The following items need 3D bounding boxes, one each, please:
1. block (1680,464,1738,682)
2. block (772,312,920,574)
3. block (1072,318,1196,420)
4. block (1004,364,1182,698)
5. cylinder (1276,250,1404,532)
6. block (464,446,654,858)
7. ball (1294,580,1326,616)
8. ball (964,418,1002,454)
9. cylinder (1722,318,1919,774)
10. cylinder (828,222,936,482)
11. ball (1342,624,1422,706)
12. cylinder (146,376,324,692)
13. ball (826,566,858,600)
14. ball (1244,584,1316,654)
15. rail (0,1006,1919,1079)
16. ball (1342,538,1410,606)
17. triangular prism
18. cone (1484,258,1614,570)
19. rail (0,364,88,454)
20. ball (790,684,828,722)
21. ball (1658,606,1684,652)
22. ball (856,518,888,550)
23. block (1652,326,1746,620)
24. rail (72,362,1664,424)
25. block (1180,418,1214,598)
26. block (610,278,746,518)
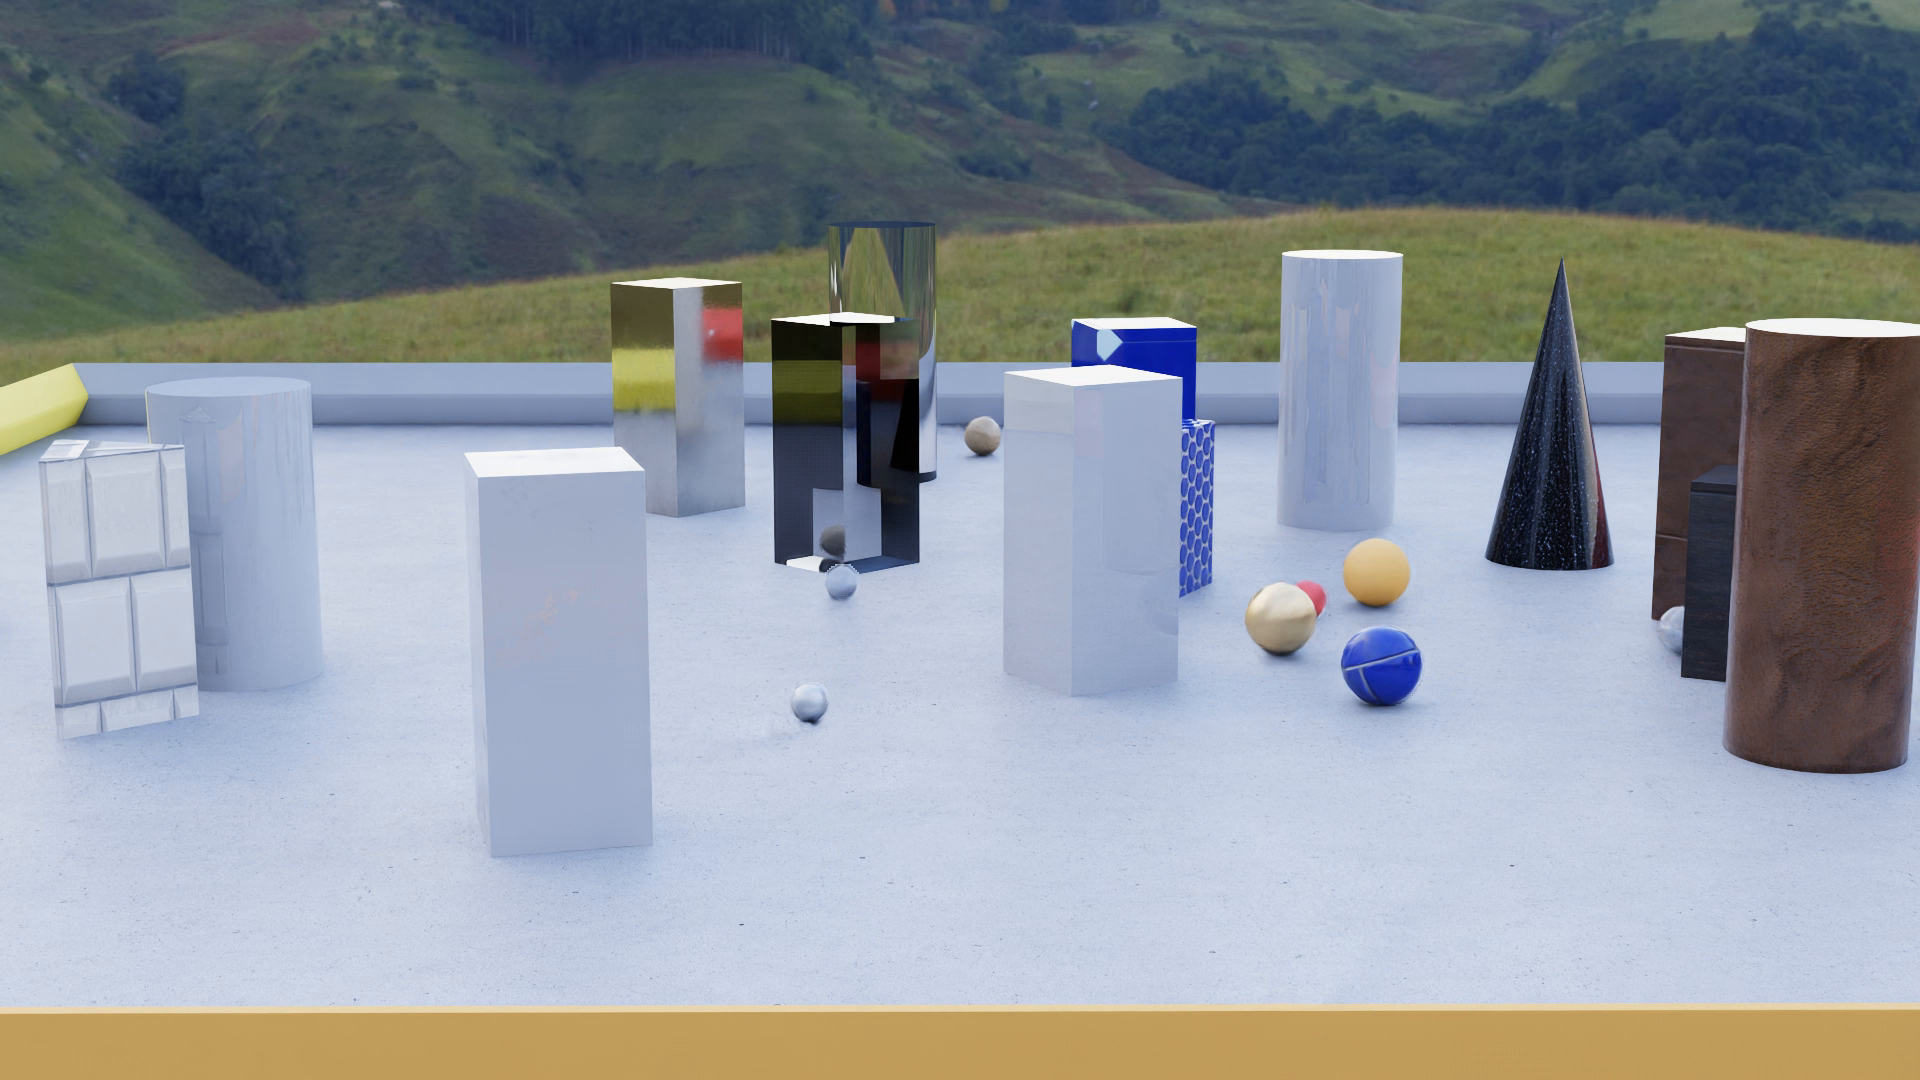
[{"bbox_3d":[0.967,0.042,3.085,0.151,0.238,0.151,6,12,28],"label":"block"},{"bbox_3d":[-0.166,-0.143,3.747,0.151,0.359,0.151,10,15,44],"label":"block"},{"bbox_3d":[0.259,-0.156,3.865,0.151,0.342,0.151,-2,11,-12],"label":"block"},{"bbox_3d":[0.156,-0.015,3.049,0.151,0.364,0.151,-6,12,-30],"label":"block"},{"bbox_3d":[0.603,-0.241,4.088,0.189,0.427,0.189,0,11,0],"label":"cylinder"},{"bbox_3d":[-0.382,0.102,2.438,0.151,0.357,0.151,-3,11,-15],"label":"block"},{"bbox_3d":[0.460,0.079,3.398,0.051,0.051,0.051,0,11,0],"label":"ball"},{"bbox_3d":[0.044,-0.195,4.811,0.071,0.071,0.071,0,11,0],"label":"ball"},{"bbox_3d":[0.916,0.002,2.709,0.189,0.454,0.189,0,11,0],"label":"cylinder"},{"bbox_3d":[-0.136,-0.331,4.519,0.189,0.446,0.189,0,11,0],"label":"cylinder"},{"bbox_3d":[0.483,0.143,2.940,0.092,0.092,0.092,0,11,0],"label":"ball"},{"bbox_3d":[-0.865,-0.011,3.067,0.189,0.348,0.189,0,11,0],"label":"cylinder"},{"bbox_3d":[-0.162,0.059,3.522,0.045,0.045,0.045,0,11,0],"label":"ball"},{"bbox_3d":[0.399,0.098,3.192,0.089,0.089,0.089,0,11,0],"label":"ball"},{"bbox_3d":[0.010,0.359,1.695,3.587,0.123,0.045,0,11,0],"label":"rail"},{"bbox_3d":[0.564,0.043,3.478,0.091,0.091,0.091,0,11,0],"label":"ball"},{"bbox_3d":[-0.969,0.047,2.873,0.164,0.306,0.142,-10,14,-42],"label":"triangular prism"},{"bbox_3d":[0.876,-0.194,3.772,0.189,0.451,0.189,0,11,0],"label":"cone"},{"bbox_3d":[-1.770,0.033,3.439,0.045,0.123,3.617,0,11,0],"label":"rail"},{"bbox_3d":[-0.169,0.182,2.869,0.042,0.042,0.042,0,11,0],"label":"ball"},{"bbox_3d":[0.901,0.112,3.202,0.058,0.058,0.058,0,11,0],"label":"ball"},{"bbox_3d":[-0.134,-0.010,3.881,0.047,0.047,0.047,0,11,0],"label":"ball"},{"bbox_3d":[1.022,-0.081,3.364,0.151,0.377,0.151,10,15,44],"label":"block"},{"bbox_3d":[-0.010,-0.296,5.204,3.587,0.123,0.045,0,11,0],"label":"rail"},{"bbox_3d":[0.255,-0.047,3.582,0.151,0.231,0.151,5,12,27],"label":"block"},{"bbox_3d":[-0.463,-0.237,4.220,0.151,0.371,0.151,9,14,41],"label":"block"}]
